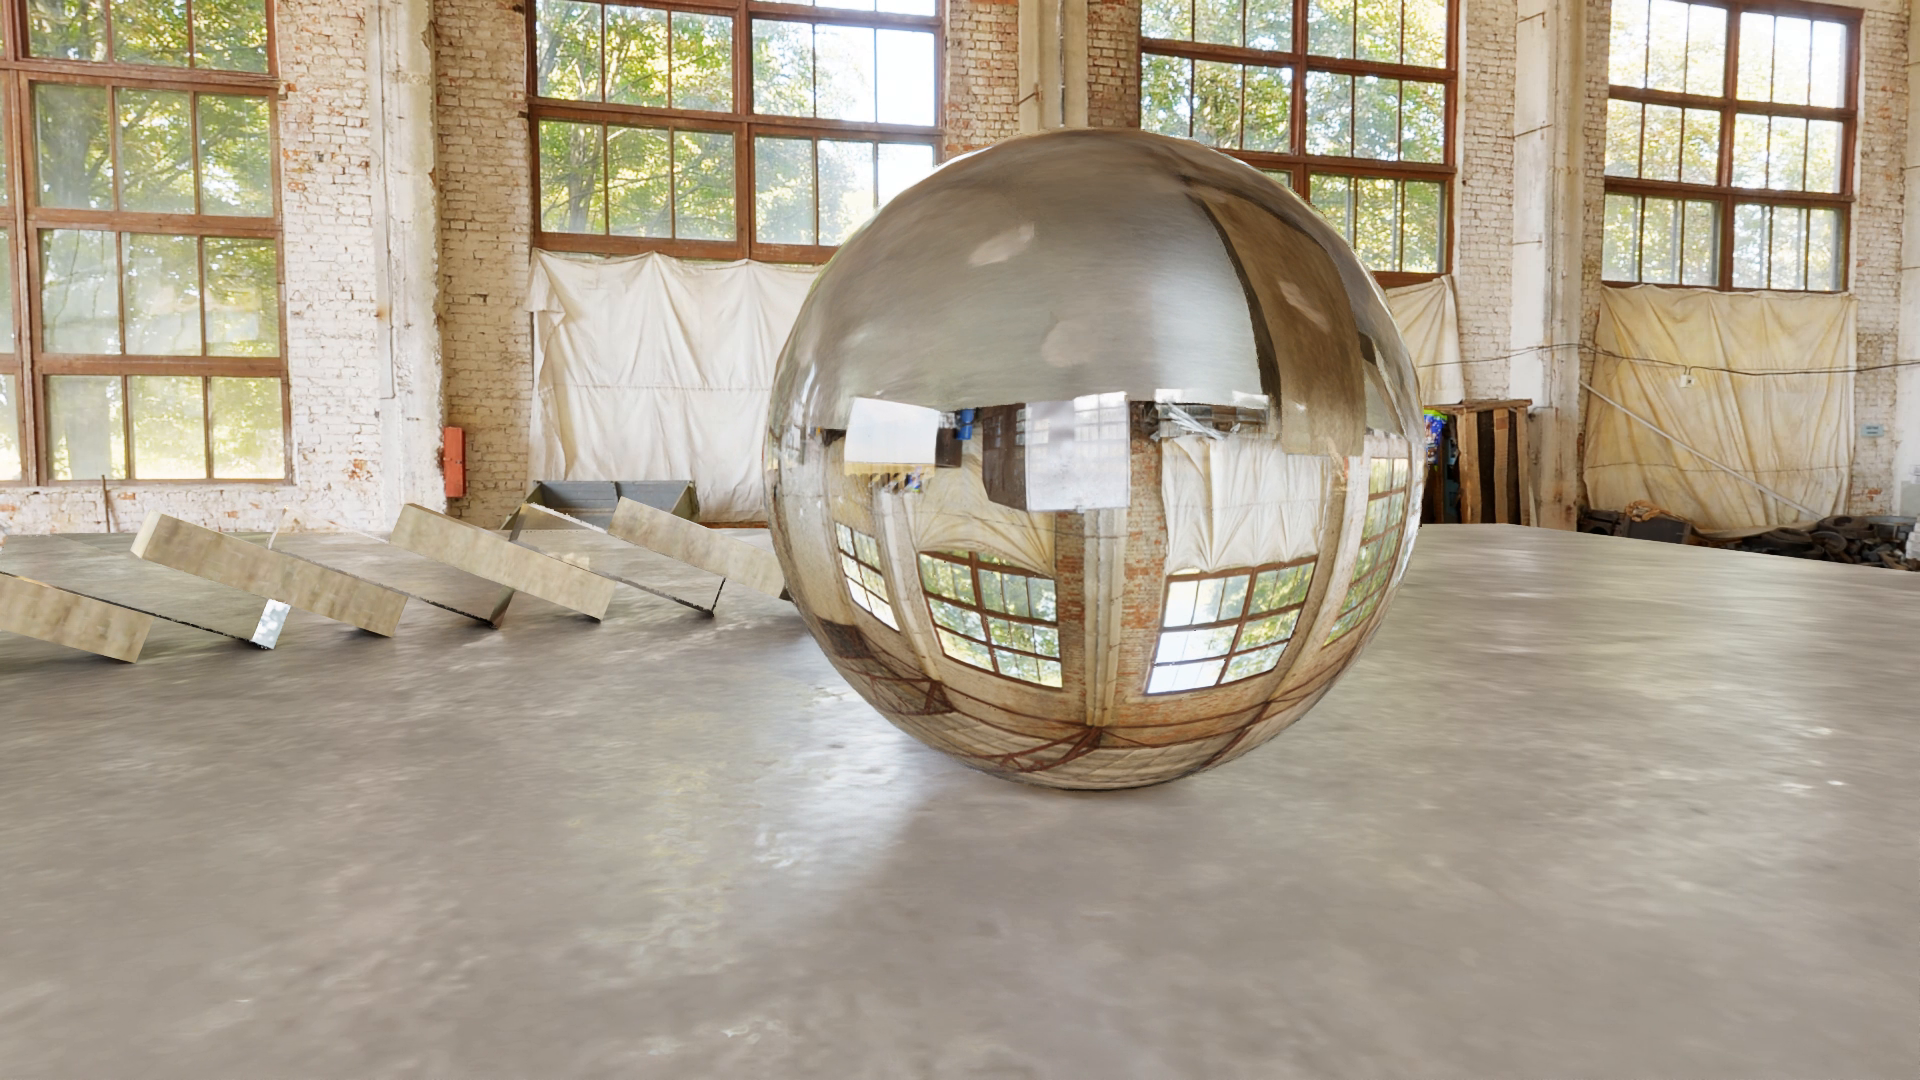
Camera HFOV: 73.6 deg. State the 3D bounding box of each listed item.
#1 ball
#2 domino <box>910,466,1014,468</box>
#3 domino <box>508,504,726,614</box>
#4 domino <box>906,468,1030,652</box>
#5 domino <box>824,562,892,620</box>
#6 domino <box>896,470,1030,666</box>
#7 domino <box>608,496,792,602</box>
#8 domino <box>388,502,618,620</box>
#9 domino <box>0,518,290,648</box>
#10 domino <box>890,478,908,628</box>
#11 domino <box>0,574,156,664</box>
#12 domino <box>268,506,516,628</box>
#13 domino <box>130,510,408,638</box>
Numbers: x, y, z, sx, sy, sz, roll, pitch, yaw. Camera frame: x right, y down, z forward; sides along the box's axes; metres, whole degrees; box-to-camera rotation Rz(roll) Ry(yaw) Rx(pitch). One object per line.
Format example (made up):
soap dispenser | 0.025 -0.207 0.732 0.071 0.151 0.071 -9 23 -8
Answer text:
ball | 0.016 -0.009 0.160 0.080 0.080 0.080 0 4 0
domino | 0.001 0.002 0.296 0.025 0.010 0.050 0 40 -2
domino | -0.084 0.005 0.317 0.050 0.010 0.025 21 -3 -11
domino | 0.001 0.003 0.280 0.025 0.009 0.050 0 40 -2
domino | -0.021 0.013 0.336 0.025 0.010 0.050 -1 4 -10
domino | 0.000 0.004 0.264 0.025 0.010 0.050 0 40 -2
domino | -0.061 0.003 0.327 0.050 0.010 0.025 20 -3 17
domino | -0.109 0.005 0.309 0.050 0.009 0.025 23 -5 -18
domino | -0.167 0.009 0.260 0.025 0.009 0.050 5 -17 46
domino | -0.004 0.002 0.314 0.025 0.009 0.050 1 34 -1
domino | -0.184 0.010 0.242 0.025 0.010 0.050 4 -17 46
domino | -0.130 0.006 0.295 0.050 0.009 0.025 24 -9 -28
domino | -0.149 0.007 0.278 0.050 0.010 0.025 26 -12 -35
